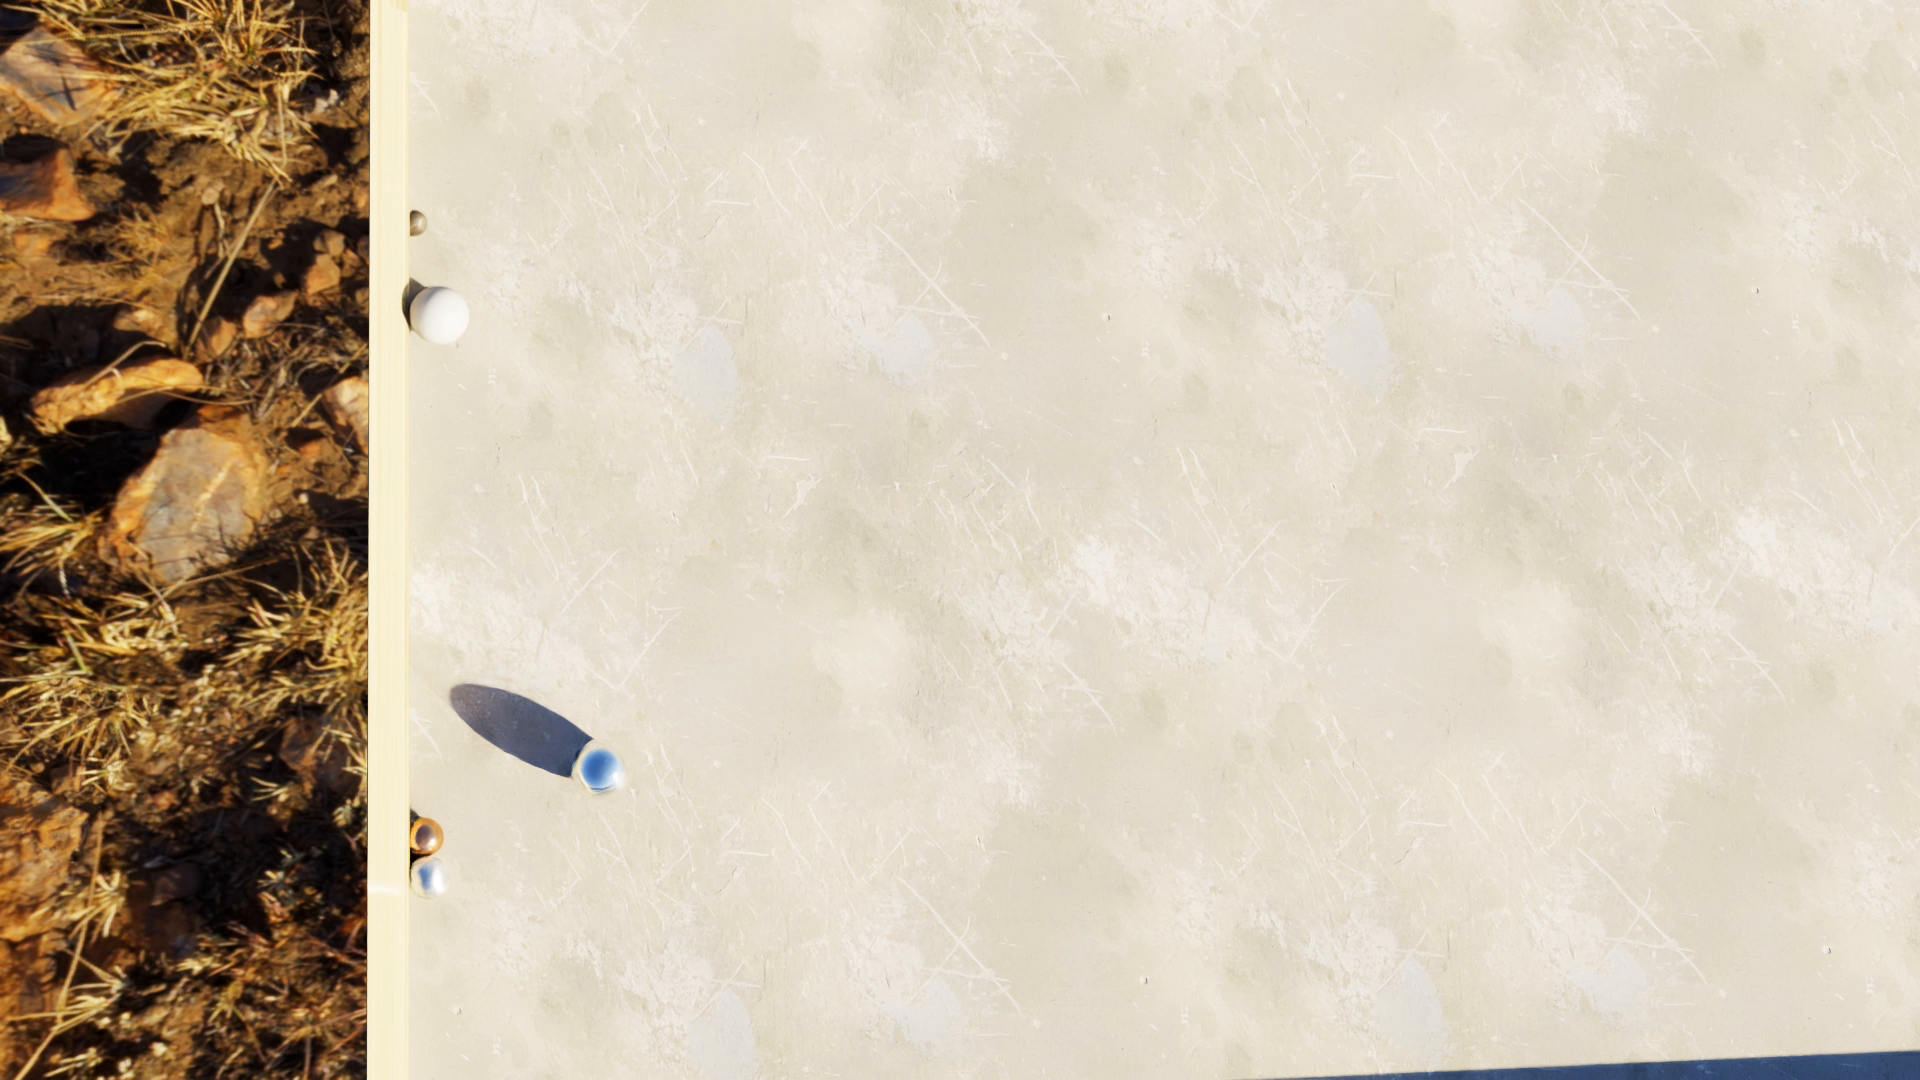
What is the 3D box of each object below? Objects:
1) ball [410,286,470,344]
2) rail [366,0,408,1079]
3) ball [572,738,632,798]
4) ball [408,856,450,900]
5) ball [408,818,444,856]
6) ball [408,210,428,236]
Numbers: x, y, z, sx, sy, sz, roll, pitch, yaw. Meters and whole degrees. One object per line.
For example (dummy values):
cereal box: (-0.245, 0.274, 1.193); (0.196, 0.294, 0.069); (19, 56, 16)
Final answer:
ball: (-0.789, -0.340, 3.333); (0.089, 0.089, 0.089); (0, 80, 0)
rail: (-0.838, 0.031, 3.253); (0.045, 0.115, 1.951); (-2, 80, 0)
ball: (-0.524, 0.334, 3.216); (0.087, 0.087, 0.087); (0, 80, 0)
ball: (-0.774, 0.492, 3.201); (0.062, 0.062, 0.062); (0, 80, 0)
ball: (-0.783, 0.434, 3.214); (0.056, 0.056, 0.056); (0, 80, 0)
ball: (-0.840, -0.487, 3.383); (0.041, 0.041, 0.041); (0, 80, 0)
